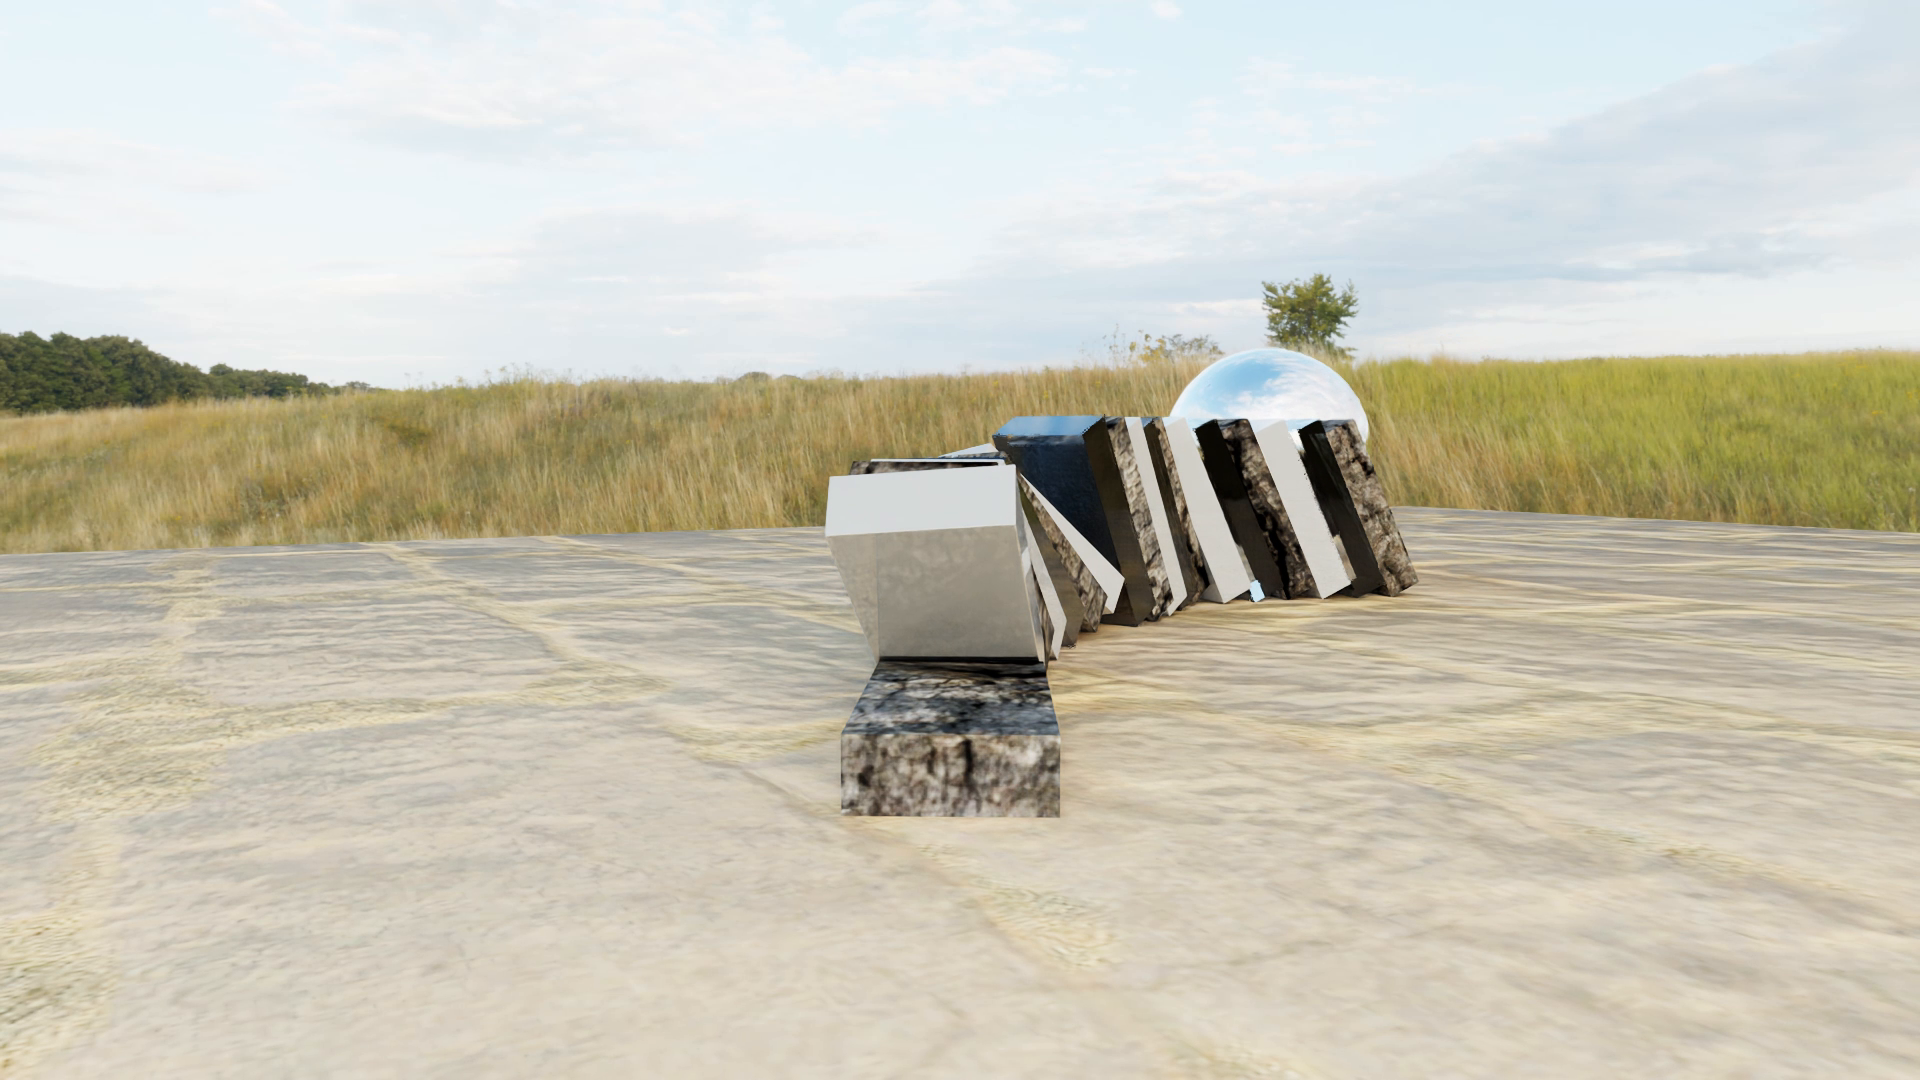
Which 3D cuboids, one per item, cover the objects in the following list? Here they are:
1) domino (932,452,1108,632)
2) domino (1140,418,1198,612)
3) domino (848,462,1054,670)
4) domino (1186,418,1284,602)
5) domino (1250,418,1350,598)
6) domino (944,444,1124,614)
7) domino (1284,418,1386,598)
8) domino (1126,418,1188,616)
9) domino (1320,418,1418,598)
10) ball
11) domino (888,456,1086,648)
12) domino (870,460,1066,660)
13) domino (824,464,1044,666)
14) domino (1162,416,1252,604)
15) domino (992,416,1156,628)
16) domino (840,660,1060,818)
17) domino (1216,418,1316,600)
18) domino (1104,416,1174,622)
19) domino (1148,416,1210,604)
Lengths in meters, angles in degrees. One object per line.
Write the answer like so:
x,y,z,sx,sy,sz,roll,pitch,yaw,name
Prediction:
0.009,0.002,0.271,0.025,0.009,0.050,-2,-38,35,domino
0.042,-0.006,0.327,0.025,0.050,0.009,4,33,40,domino
-0.001,0.006,0.225,0.025,0.009,0.050,1,-36,18,domino
0.070,-0.009,0.353,0.010,0.050,0.025,-27,11,-12,domino
0.090,-0.009,0.360,0.010,0.050,0.025,-26,10,-10,domino
0.011,0.000,0.285,0.025,0.009,0.050,-11,-43,44,domino
0.101,-0.009,0.363,0.009,0.050,0.025,-26,10,-10,domino
0.038,-0.006,0.318,0.025,0.050,0.009,4,33,40,domino
0.111,-0.009,0.365,0.010,0.050,0.025,-26,10,-10,domino
0.121,-0.036,0.507,0.080,0.080,0.080,0,4,0,ball
0.005,0.003,0.256,0.025,0.009,0.050,1,-36,27,domino
0.002,0.005,0.241,0.025,0.009,0.050,2,-36,22,domino
-0.002,0.008,0.189,0.025,0.009,0.050,-3,-33,7,domino
0.060,-0.008,0.348,0.010,0.050,0.025,-28,13,-17,domino
0.027,-0.004,0.298,0.025,0.050,0.009,4,33,40,domino
0.000,0.025,0.171,0.025,0.009,0.050,0,4,1,domino
0.080,-0.009,0.358,0.009,0.050,0.025,-26,10,-10,domino
0.033,-0.005,0.308,0.025,0.050,0.009,4,33,40,domino
0.047,-0.007,0.338,0.025,0.050,0.010,2,32,41,domino
